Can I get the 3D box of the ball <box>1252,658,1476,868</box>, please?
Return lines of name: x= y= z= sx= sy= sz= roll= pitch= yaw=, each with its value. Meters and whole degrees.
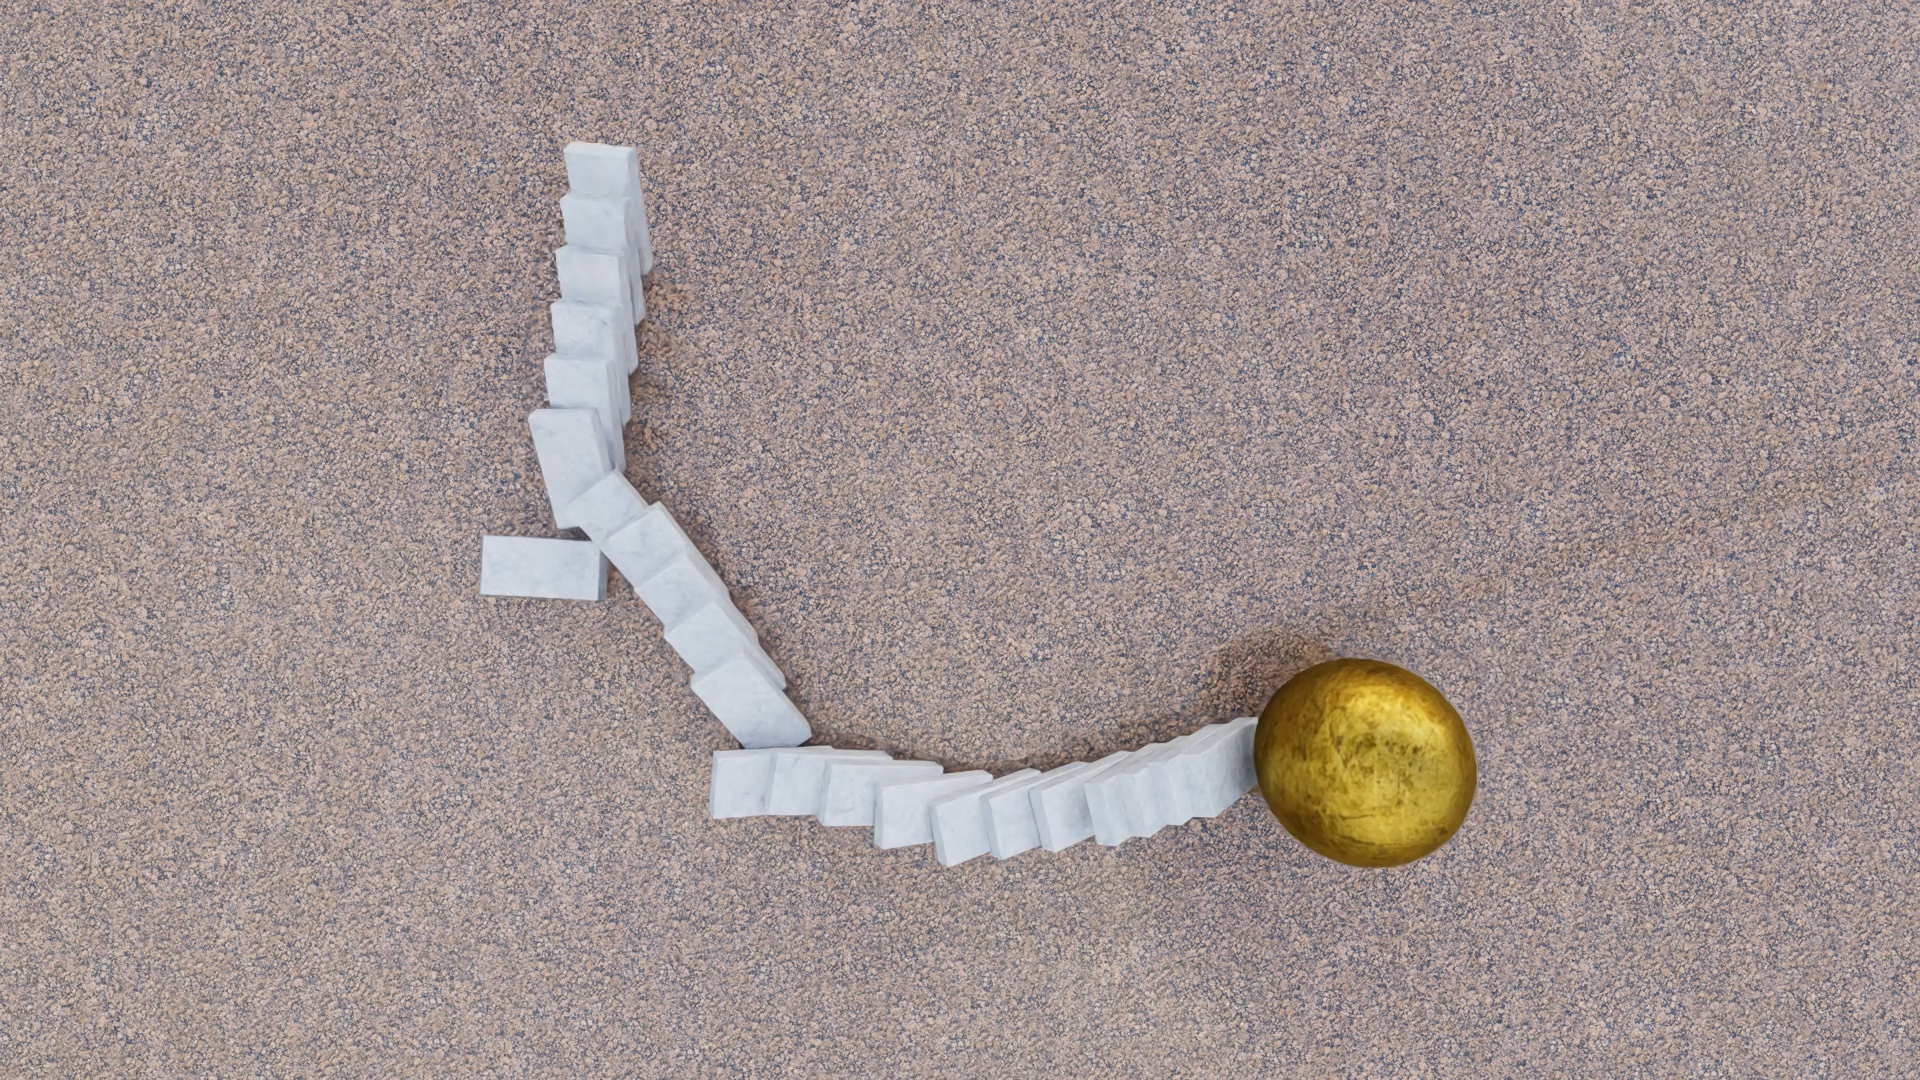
ball: x=0.157 y=0.086 z=0.360 sx=0.080 sy=0.080 sz=0.080 roll=0 pitch=90 yaw=0

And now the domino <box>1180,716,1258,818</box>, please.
domino: x=0.110 y=0.093 z=0.379 sx=0.010 sy=0.050 sz=0.025 roll=-13 pitch=90 yaw=44

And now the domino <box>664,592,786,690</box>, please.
domino: x=-0.098 y=0.049 z=0.385 sx=0.025 sy=0.009 sz=0.050 roll=-33 pitch=116 yaw=0

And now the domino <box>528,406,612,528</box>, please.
domino: x=-0.161 y=-0.030 z=0.384 sx=0.025 sy=0.010 sz=0.050 roll=-3 pitch=117 yaw=0

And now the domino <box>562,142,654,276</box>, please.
domino: x=-0.145 y=-0.136 z=0.380 sx=0.025 sy=0.009 sz=0.050 roll=6 pitch=133 yaw=0

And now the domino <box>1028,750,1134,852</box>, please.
domino: x=0.054 y=0.109 z=0.384 sx=0.050 sy=0.009 sz=0.025 roll=-14 pitch=90 yaw=-29

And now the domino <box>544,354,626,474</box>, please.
domino: x=-0.157 y=-0.052 z=0.384 sx=0.025 sy=0.010 sz=0.050 roll=4 pitch=117 yaw=0

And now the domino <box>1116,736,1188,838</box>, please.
domino: x=0.085 y=0.101 z=0.379 sx=0.010 sy=0.050 sz=0.025 roll=-13 pitch=90 yaw=44

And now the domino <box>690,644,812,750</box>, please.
domino: x=-0.087 y=0.070 z=0.385 sx=0.025 sy=0.010 sz=0.050 roll=-33 pitch=115 yaw=0

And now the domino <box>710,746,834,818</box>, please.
domino: x=-0.078 y=0.101 z=0.384 sx=0.050 sy=0.009 sz=0.025 roll=3 pitch=95 yaw=-27

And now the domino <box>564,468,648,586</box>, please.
domino: x=-0.139 y=-0.003 z=0.386 sx=0.025 sy=0.010 sz=0.050 roll=-35 pitch=112 yaw=0

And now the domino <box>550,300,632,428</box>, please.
domino: x=-0.154 y=-0.074 z=0.384 sx=0.025 sy=0.010 sz=0.050 roll=6 pitch=119 yaw=0

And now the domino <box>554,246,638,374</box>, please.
domino: x=-0.151 y=-0.095 z=0.383 sx=0.025 sy=0.009 sz=0.050 roll=6 pitch=122 yaw=0

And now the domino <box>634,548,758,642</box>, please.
domino: x=-0.110 y=0.031 z=0.385 sx=0.025 sy=0.010 sz=0.050 roll=-33 pitch=117 yaw=0

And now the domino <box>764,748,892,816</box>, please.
domino: x=-0.055 y=0.101 z=0.384 sx=0.050 sy=0.009 sz=0.025 roll=9 pitch=92 yaw=-27

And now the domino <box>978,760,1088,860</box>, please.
domino: x=0.034 y=0.113 z=0.385 sx=0.050 sy=0.010 sz=0.025 roll=-12 pitch=90 yaw=-27

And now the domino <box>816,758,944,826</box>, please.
domino: x=-0.033 y=0.106 z=0.384 sx=0.050 sy=0.009 sz=0.025 roll=9 pitch=90 yaw=-27

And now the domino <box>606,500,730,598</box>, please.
domino: x=-0.122 y=0.011 z=0.384 sx=0.025 sy=0.010 sz=0.050 roll=-32 pitch=117 yaw=-2

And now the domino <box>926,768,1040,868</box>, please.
domino: x=0.013 y=0.116 z=0.384 sx=0.050 sy=0.010 sz=0.025 roll=-11 pitch=90 yaw=-27

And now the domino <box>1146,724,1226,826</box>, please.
domino: x=0.097 y=0.096 z=0.379 sx=0.010 sy=0.050 sz=0.025 roll=-13 pitch=90 yaw=44

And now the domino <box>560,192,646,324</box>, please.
domino: x=-0.148 y=-0.116 z=0.381 sx=0.025 sy=0.010 sz=0.050 roll=6 pitch=126 yaw=0

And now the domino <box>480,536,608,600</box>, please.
domino: x=-0.179 y=0.012 z=0.395 sx=0.050 sy=0.010 sz=0.025 roll=3 pitch=90 yaw=0

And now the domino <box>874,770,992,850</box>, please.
domino: x=-0.011 y=0.112 z=0.385 sx=0.050 sy=0.010 sz=0.025 roll=1 pitch=90 yaw=-27

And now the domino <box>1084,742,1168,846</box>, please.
domino: x=0.072 y=0.104 z=0.379 sx=0.009 sy=0.050 sz=0.025 roll=-13 pitch=90 yaw=44
